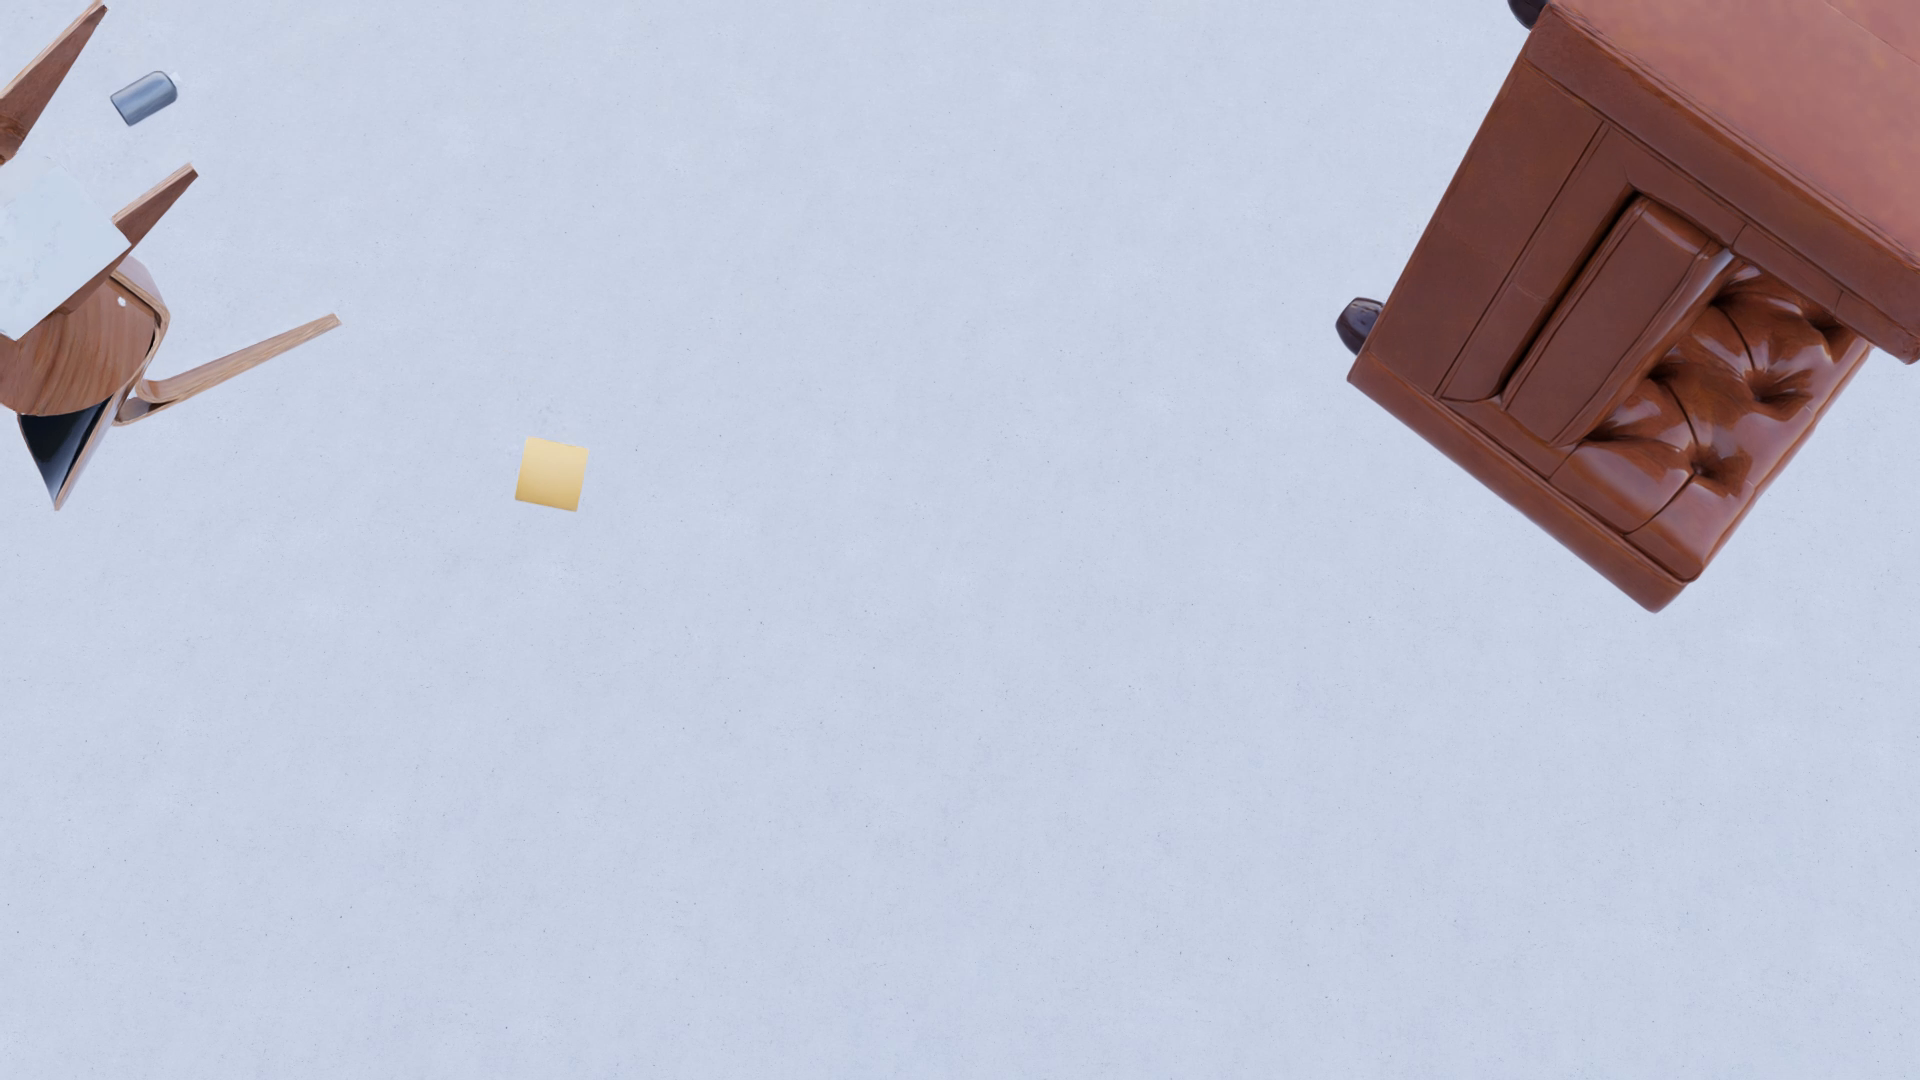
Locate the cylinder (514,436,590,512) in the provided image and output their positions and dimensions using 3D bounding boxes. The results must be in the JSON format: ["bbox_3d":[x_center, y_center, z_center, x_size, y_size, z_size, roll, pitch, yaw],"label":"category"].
[{"bbox_3d":[-0.623,-0.100,3.356,0.095,0.110,0.072,12,35,-10],"label":"cylinder"}]

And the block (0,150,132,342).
[{"bbox_3d":[-1.612,-0.508,3.767,0.252,0.177,0.265,-46,34,-17],"label":"block"}]
